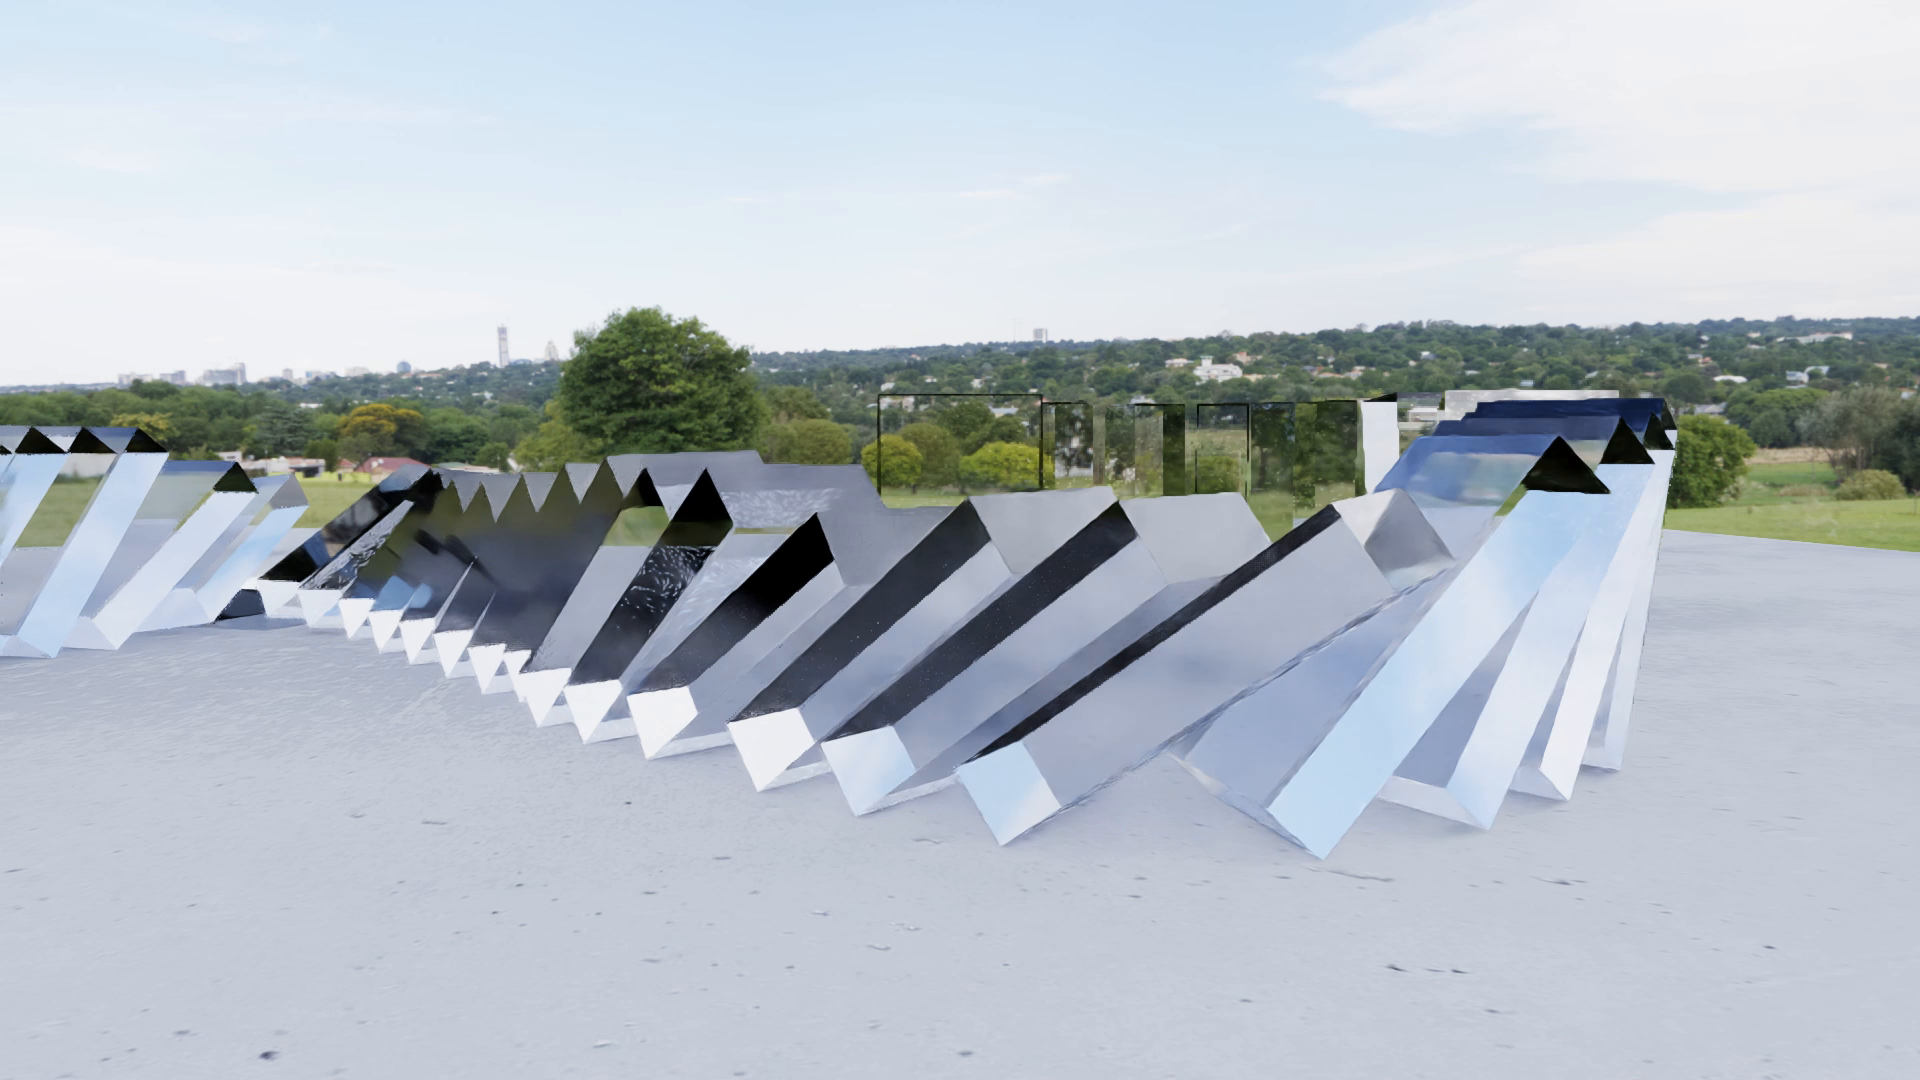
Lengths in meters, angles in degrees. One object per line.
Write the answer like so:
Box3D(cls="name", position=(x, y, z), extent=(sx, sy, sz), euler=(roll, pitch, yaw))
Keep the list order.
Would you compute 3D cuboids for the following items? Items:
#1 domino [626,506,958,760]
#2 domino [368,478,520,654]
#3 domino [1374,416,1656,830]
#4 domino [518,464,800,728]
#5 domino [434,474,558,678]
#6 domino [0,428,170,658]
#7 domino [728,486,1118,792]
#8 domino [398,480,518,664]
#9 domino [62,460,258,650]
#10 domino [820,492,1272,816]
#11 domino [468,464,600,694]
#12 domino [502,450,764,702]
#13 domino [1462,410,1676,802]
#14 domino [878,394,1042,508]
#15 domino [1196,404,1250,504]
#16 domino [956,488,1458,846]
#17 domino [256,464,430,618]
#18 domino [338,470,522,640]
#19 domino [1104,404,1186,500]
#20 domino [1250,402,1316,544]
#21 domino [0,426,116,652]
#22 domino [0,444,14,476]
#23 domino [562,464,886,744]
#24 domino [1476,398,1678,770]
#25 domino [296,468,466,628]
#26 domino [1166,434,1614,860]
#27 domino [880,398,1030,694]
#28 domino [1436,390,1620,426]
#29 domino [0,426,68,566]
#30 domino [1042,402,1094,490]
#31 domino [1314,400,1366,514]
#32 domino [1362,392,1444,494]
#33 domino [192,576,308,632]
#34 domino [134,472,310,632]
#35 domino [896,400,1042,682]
Box3D(cls="domino", position=(-0.020, 0.013, 0.167), extent=(0.025, 0.010, 0.050), euler=(-4, -26, -44))
Box3D(cls="domino", position=(-0.096, 0.005, 0.254), extent=(0.025, 0.010, 0.050), euler=(-3, -29, -45))
Box3D(cls="domino", position=(0.061, 0.008, 0.156), extent=(0.010, 0.050, 0.025), euler=(40, -17, -28))
Box3D(cls="domino", position=(-0.043, 0.009, 0.189), extent=(0.025, 0.010, 0.050), euler=(-4, -34, -44))
Box3D(cls="domino", position=(-0.072, 0.007, 0.227), extent=(0.025, 0.010, 0.050), euler=(-4, -31, -43))
Box3D(cls="domino", position=(-0.189, 0.000, 0.267), extent=(0.025, 0.050, 0.009), euler=(1, -32, 14))
Box3D(cls="domino", position=(-0.004, 0.012, 0.153), extent=(0.025, 0.010, 0.050), euler=(-6, -28, -48))
Box3D(cls="domino", position=(-0.085, 0.006, 0.242), extent=(0.025, 0.010, 0.050), euler=(-4, -29, -43))
Box3D(cls="domino", position=(-0.182, 0.002, 0.283), extent=(0.025, 0.010, 0.050), euler=(1, 43, 14))
Box3D(cls="domino", position=(0.009, 0.013, 0.144), extent=(0.025, 0.010, 0.050), euler=(-5, -29, -51))
Box3D(cls="domino", position=(-0.061, 0.007, 0.213), extent=(0.025, 0.010, 0.050), euler=(-4, -34, -43))
Box3D(cls="domino", position=(-0.050, 0.006, 0.200), extent=(0.025, 0.010, 0.050), euler=(-6, -33, -43))
Box3D(cls="domino", position=(0.072, 0.007, 0.167), extent=(0.025, 0.050, 0.009), euler=(5, -27, 49))
Box3D(cls="domino", position=(0.000, 0.002, 0.201), extent=(0.025, 0.050, 0.010), euler=(0, 4, 0))
Box3D(cls="domino", position=(0.051, -0.001, 0.252), extent=(0.010, 0.050, 0.025), euler=(1, 4, 11))
Box3D(cls="domino", position=(0.025, 0.013, 0.135), extent=(0.050, 0.010, 0.025), euler=(-40, -16, 30))
Box3D(cls="domino", position=(-0.131, 0.002, 0.290), extent=(0.050, 0.010, 0.025), euler=(-32, -18, 19))
Box3D(cls="domino", position=(-0.106, 0.004, 0.267), extent=(0.050, 0.010, 0.025), euler=(-39, -24, 33))
Box3D(cls="domino", position=(0.036, -0.001, 0.252), extent=(0.010, 0.050, 0.025), euler=(0, 4, -6))
Box3D(cls="domino", position=(0.066, -0.001, 0.242), extent=(0.025, 0.050, 0.010), euler=(-4, 6, -41))
Box3D(cls="domino", position=(-0.194, 0.000, 0.256), extent=(0.025, 0.050, 0.010), euler=(1, -32, 14))
Box3D(cls="domino", position=(-0.198, 0.002, 0.233), extent=(0.025, 0.050, 0.010), euler=(1, -32, 14))
Box3D(cls="domino", position=(-0.033, 0.009, 0.178), extent=(0.025, 0.010, 0.050), euler=(-4, -34, -44))
Box3D(cls="domino", position=(0.082, 0.005, 0.179), extent=(0.025, 0.050, 0.010), euler=(4, -22, 41))
Box3D(cls="domino", position=(-0.118, 0.003, 0.280), extent=(0.050, 0.010, 0.025), euler=(-34, -18, 24))
Box3D(cls="domino", position=(0.047, 0.010, 0.145), extent=(0.010, 0.050, 0.025), euler=(42, -6, -13))
Box3D(cls="domino", position=(-0.001, 0.001, 0.222), extent=(0.025, 0.050, 0.010), euler=(0, 4, 2))
Box3D(cls="domino", position=(0.087, 0.002, 0.197), extent=(0.025, 0.050, 0.010), euler=(1, -13, 13))
Box3D(cls="domino", position=(-0.196, 0.001, 0.244), extent=(0.025, 0.050, 0.010), euler=(1, -32, 14))
Box3D(cls="domino", position=(0.015, -0.001, 0.247), extent=(0.010, 0.050, 0.025), euler=(-2, 5, -25))
Box3D(cls="domino", position=(0.076, 0.000, 0.229), extent=(0.025, 0.050, 0.010), euler=(-2, 5, -29))
Box3D(cls="domino", position=(0.082, 0.001, 0.215), extent=(0.025, 0.050, 0.009), euler=(-1, -3, -17))
Box3D(cls="domino", position=(-0.162, 0.014, 0.319), extent=(0.025, 0.010, 0.050), euler=(1, 5, 18))
Box3D(cls="domino", position=(-0.178, 0.002, 0.302), extent=(0.025, 0.010, 0.050), euler=(-7, 32, 5))
Box3D(cls="domino", position=(0.002, 0.000, 0.237), extent=(0.025, 0.050, 0.009), euler=(2, 5, 26))
